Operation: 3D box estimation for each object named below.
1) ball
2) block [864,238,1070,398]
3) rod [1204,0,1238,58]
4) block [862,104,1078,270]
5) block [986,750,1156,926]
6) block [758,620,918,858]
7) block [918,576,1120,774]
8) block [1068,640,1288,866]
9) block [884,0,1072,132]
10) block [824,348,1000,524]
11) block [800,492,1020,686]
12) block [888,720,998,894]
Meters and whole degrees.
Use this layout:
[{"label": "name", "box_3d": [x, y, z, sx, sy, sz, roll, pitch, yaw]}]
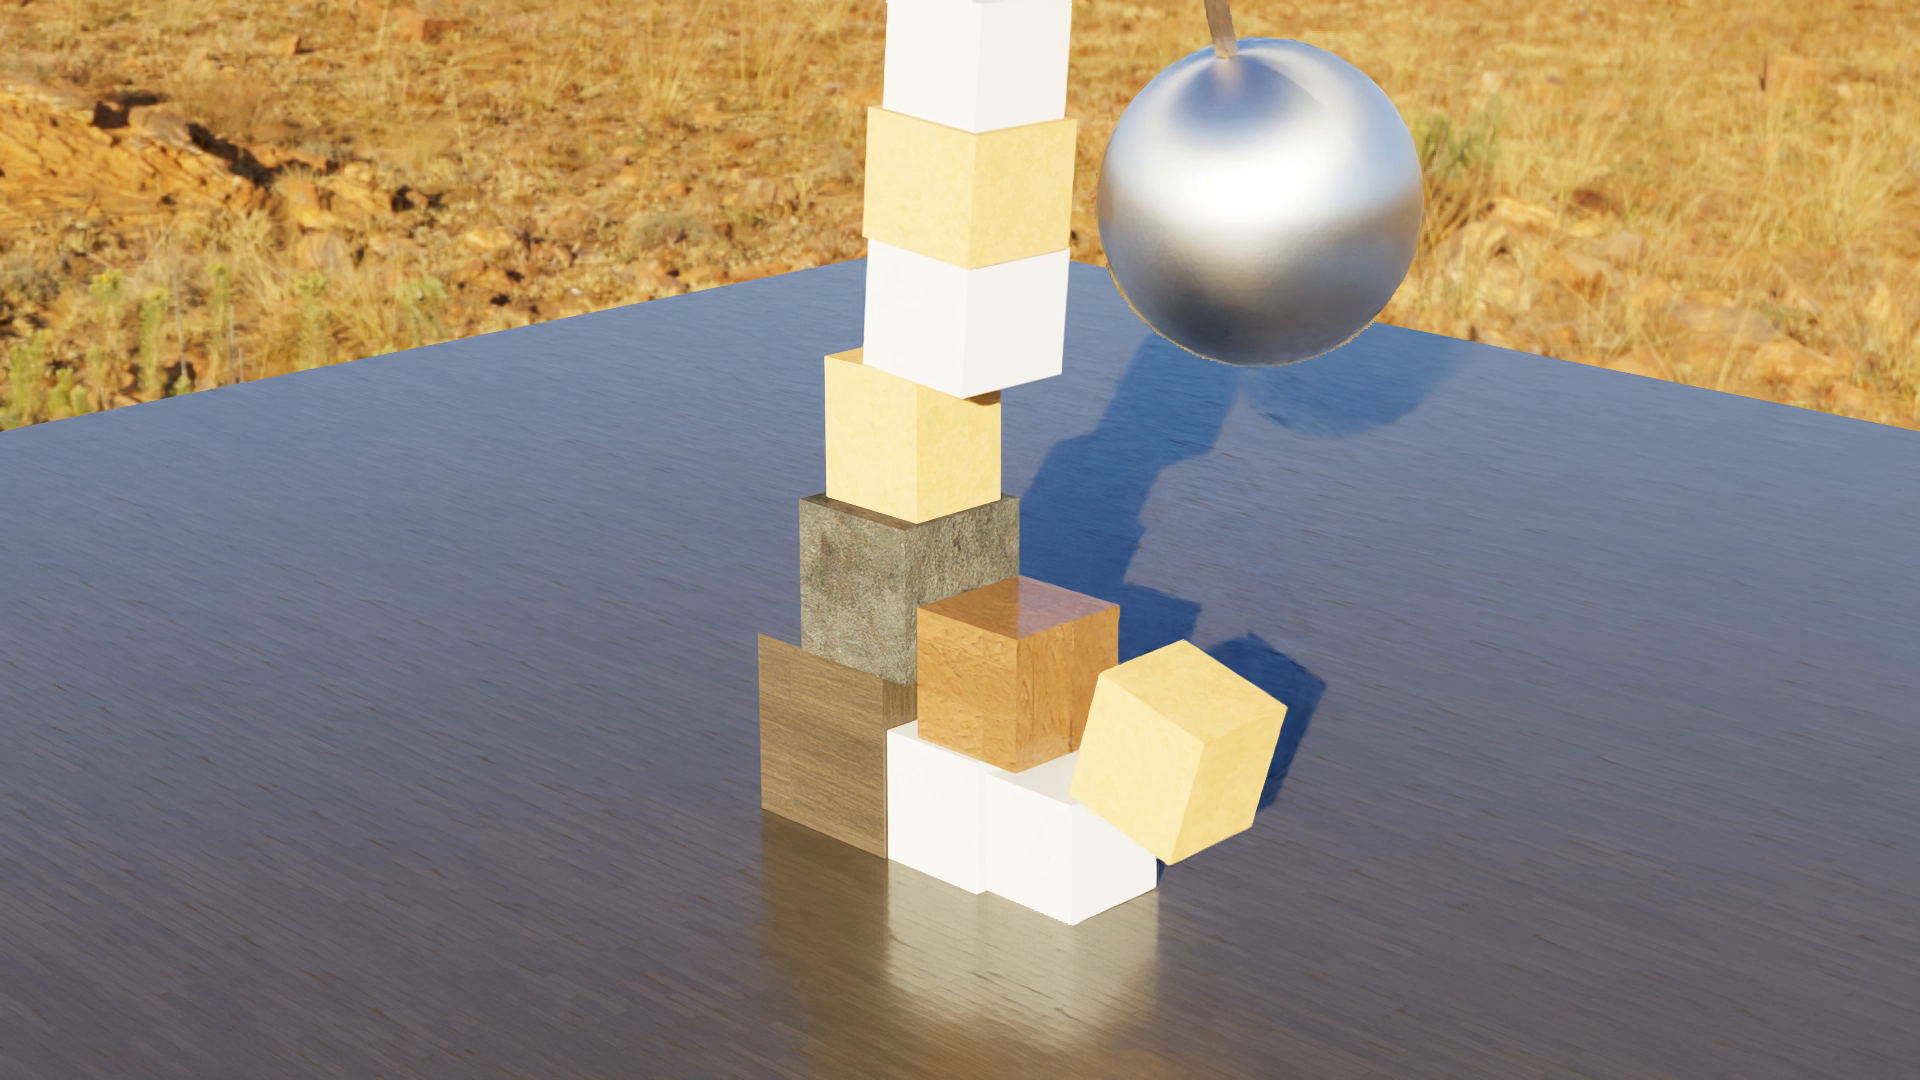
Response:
[{"label": "ball", "box_3d": [1.467, -1.654, 14.360, 1.600, 1.600, 1.600, 0, 17, 0]}, {"label": "block", "box_3d": [0.026, -1.040, 13.008, 0.629, 0.585, 0.624, -17, 28, -42]}, {"label": "rod", "box_3d": [0.636, -4.448, 12.610, 0.080, 5.200, 0.080, 17, 44, 42]}, {"label": "block", "box_3d": [0.040, -1.578, 12.788, 0.624, 0.578, 0.657, -17, 28, -42]}, {"label": "block", "box_3d": [0.504, 1.310, 13.209, 0.561, 0.570, 0.527, -17, 25, -42]}, {"label": "block", "box_3d": [-0.385, 0.879, 14.049, 0.768, 0.899, 0.862, -17, 24, -42]}, {"label": "block", "box_3d": [0.262, 0.597, 13.281, 0.667, 0.627, 0.620, -17, 24, -42]}, {"label": "block", "box_3d": [0.939, 0.912, 12.705, 0.601, 0.634, 0.565, 34, 35, 33]}, {"label": "block", "box_3d": [0.074, -2.102, 12.595, 0.550, 0.540, 0.560, -17, 28, -42]}, {"label": "block", "box_3d": [-0.214, -0.512, 13.409, 0.535, 0.667, 0.598, -17, 24, -42]}, {"label": "block", "box_3d": [-0.234, 0.159, 13.614, 0.734, 0.736, 0.701, -17, 24, -42]}, {"label": "block", "box_3d": [0.109, 1.166, 13.575, 0.672, 0.635, 0.578, -17, 24, -42]}]
